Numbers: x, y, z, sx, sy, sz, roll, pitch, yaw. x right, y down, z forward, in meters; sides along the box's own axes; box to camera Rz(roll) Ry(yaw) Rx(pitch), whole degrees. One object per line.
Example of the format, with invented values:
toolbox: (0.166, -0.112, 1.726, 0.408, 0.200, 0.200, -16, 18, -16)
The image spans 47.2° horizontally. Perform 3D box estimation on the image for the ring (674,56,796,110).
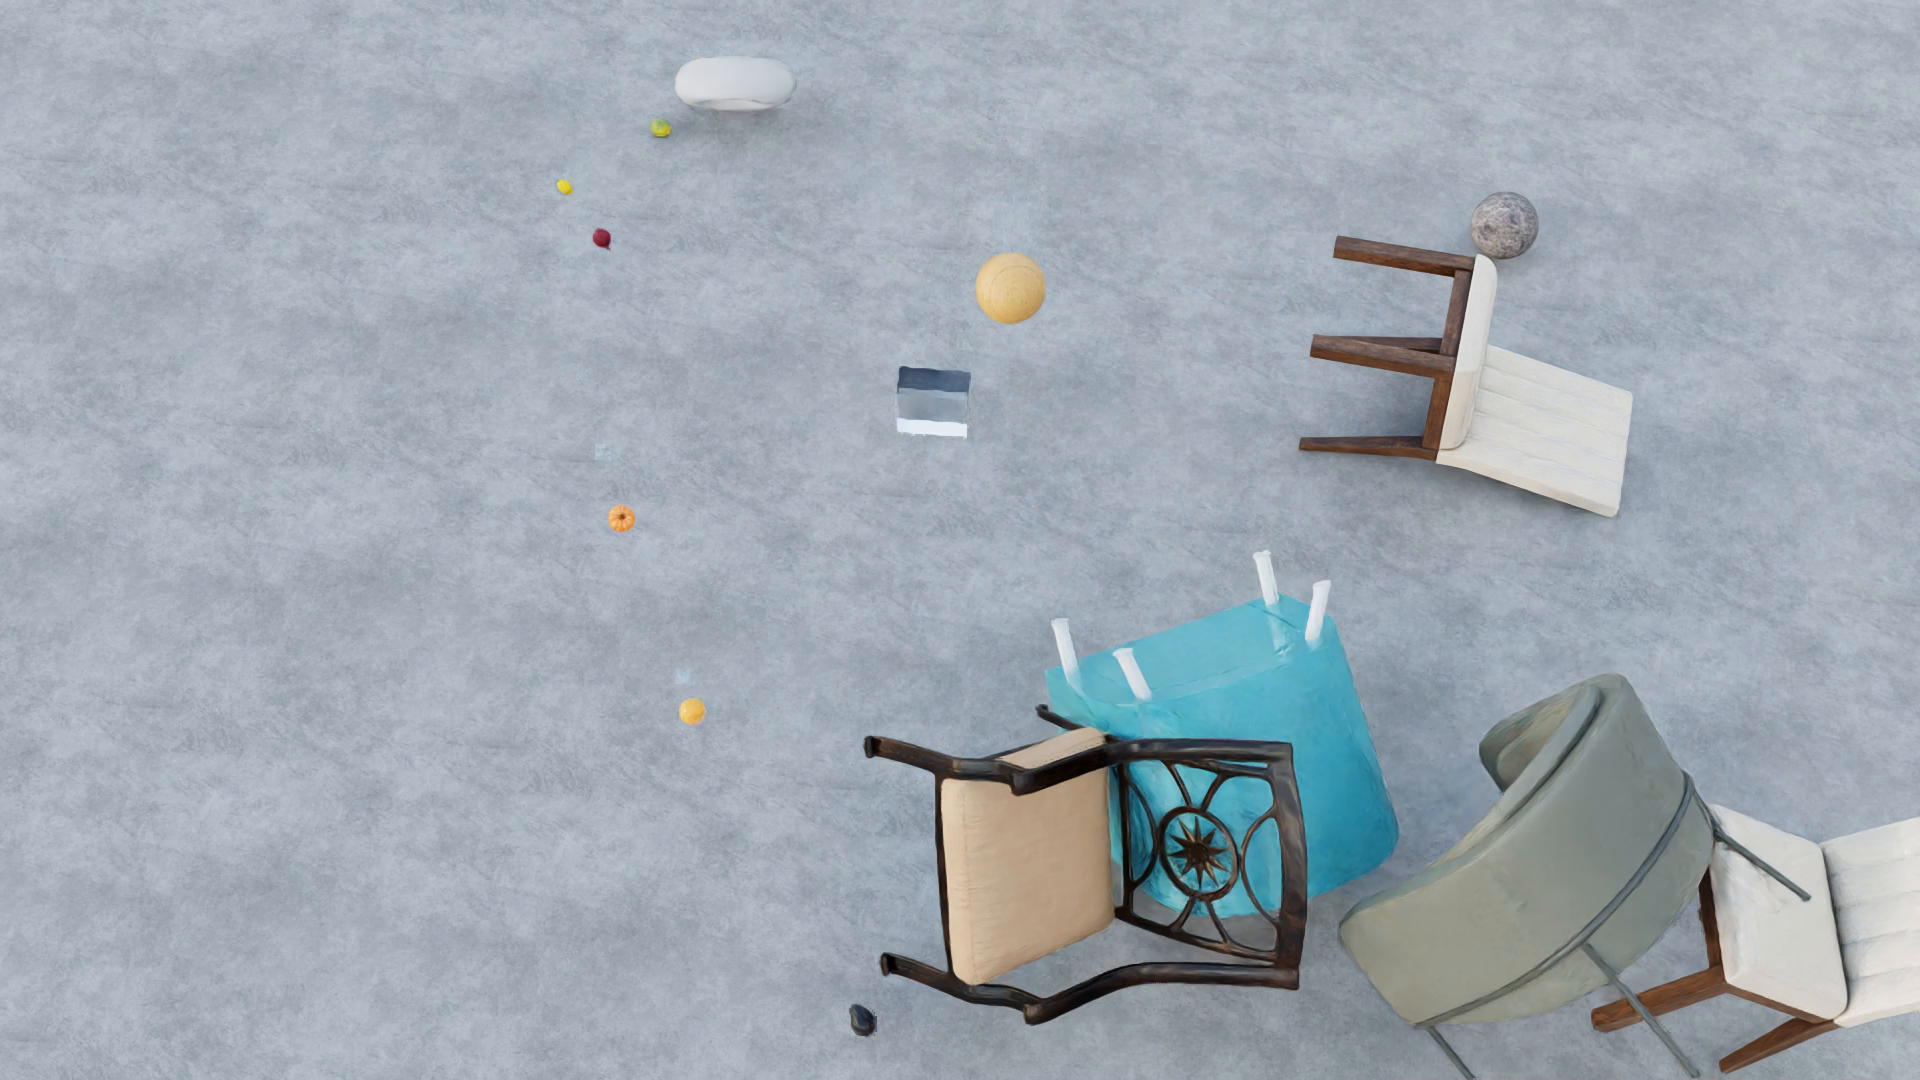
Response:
ring: (-0.759, -1.540, 7.422, 0.432, 0.215, 0.147, 3, 89, 15)

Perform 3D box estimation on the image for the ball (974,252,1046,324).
ball: (0.151, -0.755, 6.582, 0.214, 0.214, 0.214, 0, 56, 0)

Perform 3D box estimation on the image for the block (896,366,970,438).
block: (-0.082, -0.422, 6.738, 0.217, 0.182, 0.111, 4, 54, 1)

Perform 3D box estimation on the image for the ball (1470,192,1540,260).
ball: (1.765, -1.020, 7.127, 0.218, 0.218, 0.218, 0, 56, 0)
